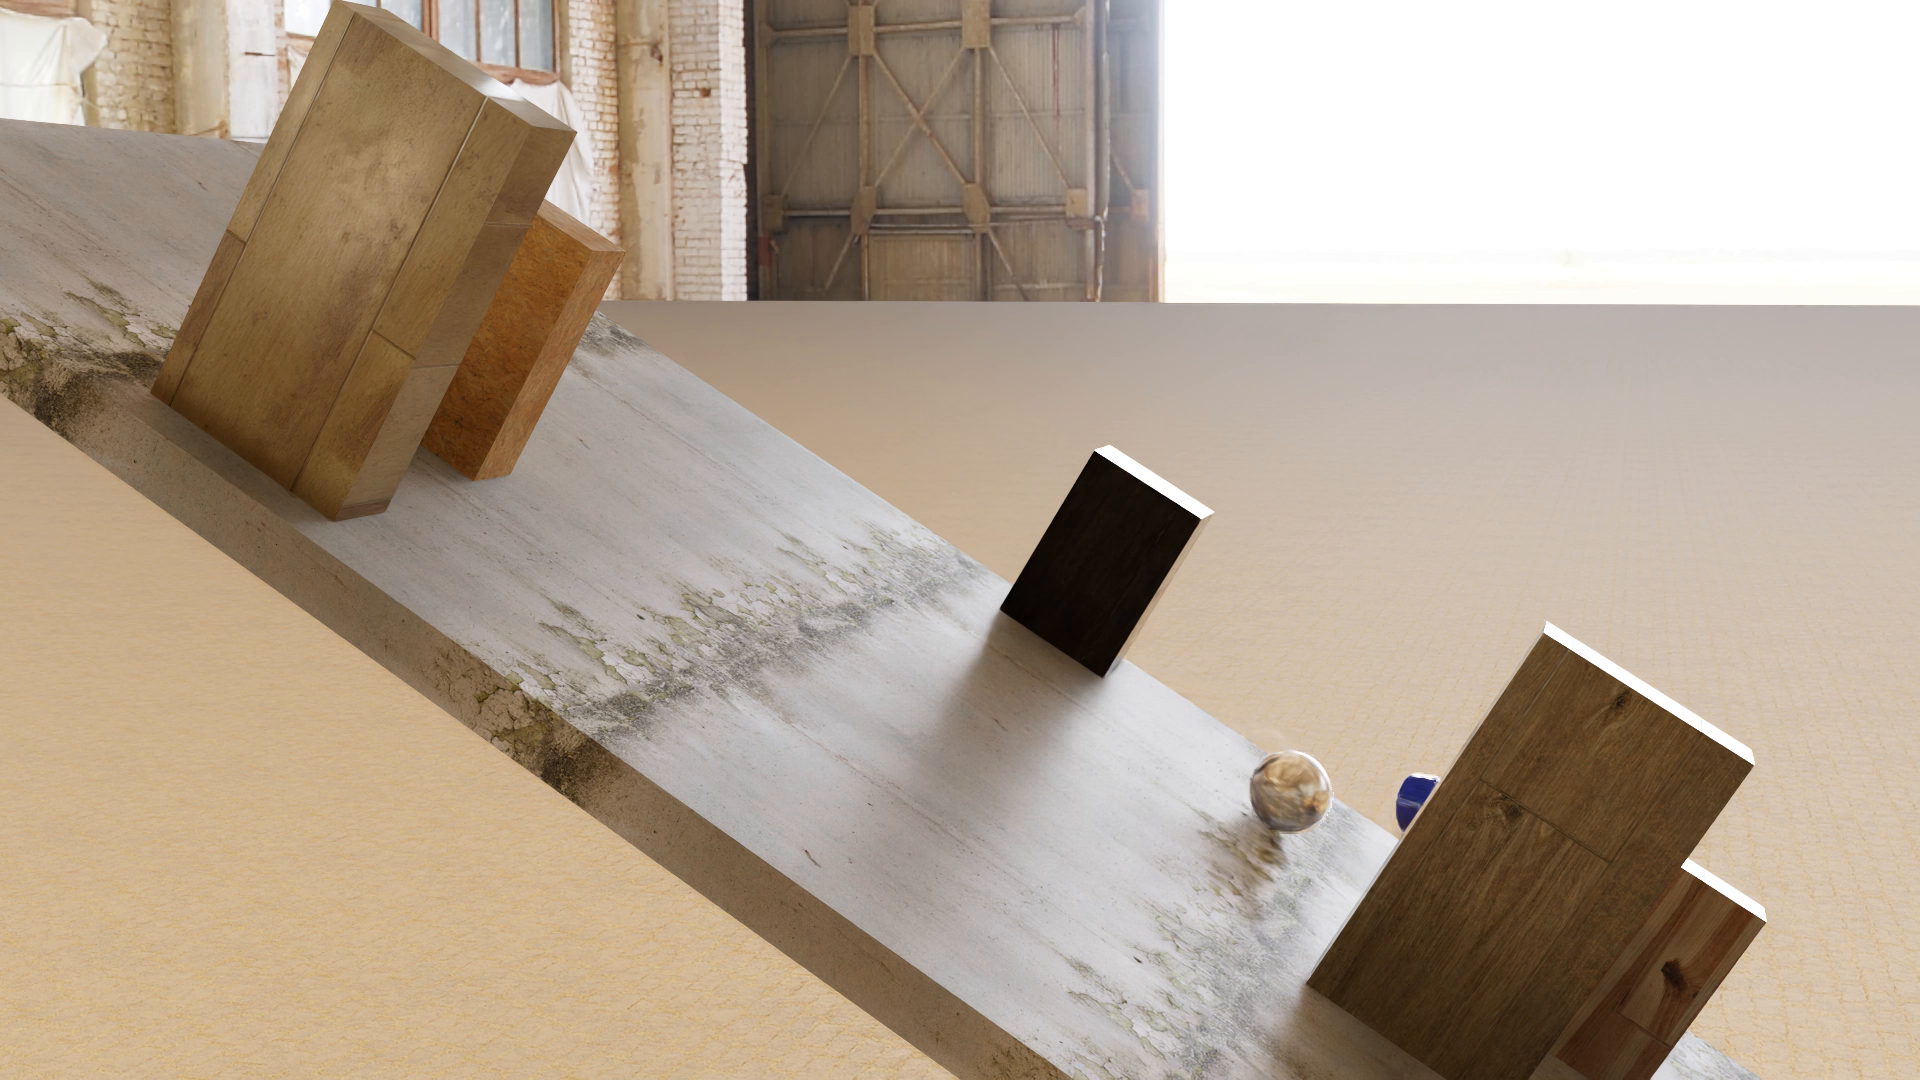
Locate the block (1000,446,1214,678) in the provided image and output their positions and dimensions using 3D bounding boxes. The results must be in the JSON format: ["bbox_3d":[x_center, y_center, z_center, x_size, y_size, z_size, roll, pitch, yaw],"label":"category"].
[{"bbox_3d":[0.320,0.046,4.817,0.274,0.415,0.143,33,15,11],"label":"block"}]

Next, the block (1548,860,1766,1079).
[{"bbox_3d":[1.209,0.763,4.131,0.397,0.437,0.096,33,15,11],"label":"block"}]

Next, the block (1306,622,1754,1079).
[{"bbox_3d":[0.955,0.557,3.722,0.390,0.737,0.120,33,15,11],"label":"block"}]

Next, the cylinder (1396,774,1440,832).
[{"bbox_3d":[1.572,0.882,7.220,0.201,0.201,0.201,6,9,43],"label":"cylinder"}]

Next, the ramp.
[{"bbox_3d":[-0.168,0.277,4.120,4.000,0.100,2.000,33,15,11],"label":"ramp"}]

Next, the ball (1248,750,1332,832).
[{"bbox_3d":[0.668,0.509,4.456,0.165,0.165,0.165,0,7,0],"label":"ball"}]

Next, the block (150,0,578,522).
[{"bbox_3d":[-0.927,-0.426,3.398,0.377,0.691,0.144,33,15,11],"label":"block"}]

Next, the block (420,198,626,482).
[{"bbox_3d":[-0.889,-0.417,3.891,0.418,0.465,0.129,33,15,11],"label":"block"}]
